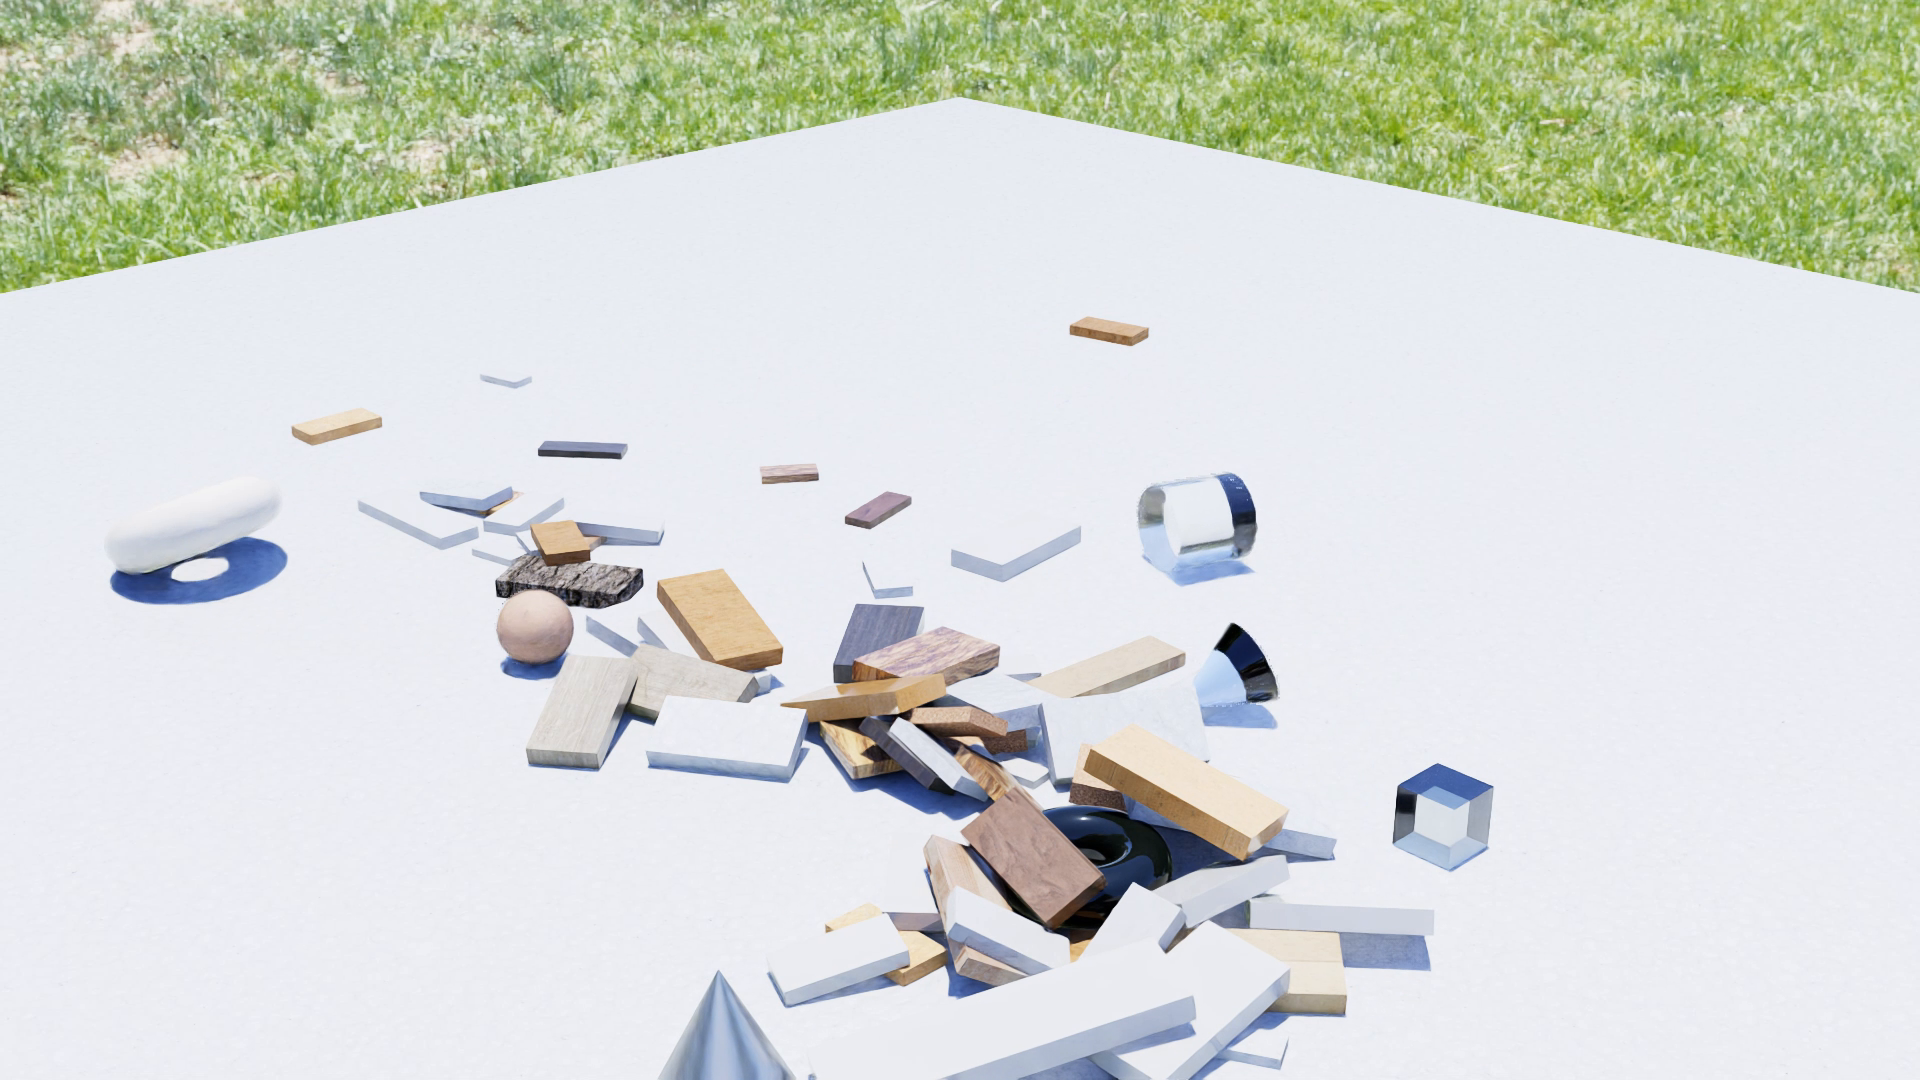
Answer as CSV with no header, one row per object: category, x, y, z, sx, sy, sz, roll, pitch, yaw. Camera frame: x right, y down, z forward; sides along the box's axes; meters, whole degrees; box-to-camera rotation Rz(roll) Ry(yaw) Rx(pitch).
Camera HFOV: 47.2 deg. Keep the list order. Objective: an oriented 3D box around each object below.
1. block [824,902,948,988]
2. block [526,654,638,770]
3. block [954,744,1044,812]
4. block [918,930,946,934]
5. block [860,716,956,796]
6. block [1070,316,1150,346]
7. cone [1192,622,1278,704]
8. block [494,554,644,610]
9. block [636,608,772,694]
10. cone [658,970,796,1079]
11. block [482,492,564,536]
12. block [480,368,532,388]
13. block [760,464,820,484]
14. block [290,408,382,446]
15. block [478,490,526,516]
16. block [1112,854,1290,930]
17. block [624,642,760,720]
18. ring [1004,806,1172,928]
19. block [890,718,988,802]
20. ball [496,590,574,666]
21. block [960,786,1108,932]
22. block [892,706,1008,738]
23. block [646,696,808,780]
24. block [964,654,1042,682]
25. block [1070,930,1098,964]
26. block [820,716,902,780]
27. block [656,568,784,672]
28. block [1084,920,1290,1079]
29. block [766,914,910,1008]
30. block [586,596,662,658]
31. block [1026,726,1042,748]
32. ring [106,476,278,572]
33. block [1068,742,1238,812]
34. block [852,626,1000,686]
block,-0.135,0.733,3.994,0.108,0.030,0.215,-20,30,-39
block,-0.813,0.368,4.745,0.156,0.044,0.311,3,37,8
block,0.083,0.498,4.464,0.113,0.032,0.226,30,6,-33
block,-0.037,0.668,4.146,0.108,0.030,0.215,1,23,2
block,-0.104,0.445,4.528,0.214,0.030,0.107,38,7,31
block,0.499,-0.700,7.367,0.239,0.034,0.119,14,27,30
cone,0.558,0.315,4.814,0.198,0.198,0.198,-29,31,-12
block,-0.967,0.106,5.453,0.324,0.046,0.162,6,24,14
block,-0.585,0.256,5.009,0.162,0.046,0.324,-15,40,-34
cone,-0.385,0.799,3.558,0.250,0.250,0.250,0,23,0
block,-1.166,-0.070,5.885,0.111,0.031,0.222,9,25,20
block,-1.433,-0.511,6.937,0.151,0.021,0.076,14,27,30
block,-0.480,-0.186,6.171,0.160,0.023,0.080,-4,23,-9
block,-1.845,-0.337,6.513,0.233,0.033,0.117,-21,31,-40
block,-1.234,-0.098,5.966,0.070,0.020,0.140,11,25,24
block,0.445,0.648,4.032,0.162,0.046,0.325,-14,-1,43
block,-0.612,0.332,4.836,0.311,0.044,0.156,13,54,29
ring,0.232,0.616,4.166,0.343,0.114,0.343,-1,23,0
block,-0.038,0.451,4.519,0.113,0.032,0.226,29,7,-47
ball,-0.977,0.202,5.061,0.175,0.175,0.175,0,23,0
block,0.134,0.586,4.056,0.136,0.039,0.273,-38,49,-12
block,-0.021,0.381,4.589,0.226,0.032,0.113,-6,-23,45
block,-0.491,0.416,4.653,0.311,0.044,0.156,5,45,11
block,0.084,0.299,5.022,0.191,0.027,0.095,-3,23,-7
block,0.234,0.752,3.962,0.074,0.021,0.148,1,23,2
block,-0.210,0.432,4.626,0.107,0.030,0.214,-9,25,-20
block,-0.552,0.187,5.038,0.167,0.047,0.333,-11,37,-29
block,0.381,0.796,3.734,0.179,0.051,0.358,26,42,35
block,-0.217,0.745,3.910,0.232,0.033,0.116,-16,30,-15
block,-0.723,0.225,5.171,0.162,0.046,0.324,-19,29,-37
block,0.108,0.419,4.751,0.130,0.018,0.065,6,24,14
ring,-1.933,-0.042,5.546,0.443,0.148,0.443,-20,8,3
block,0.396,0.505,4.441,0.336,0.048,0.168,12,24,4
block,-0.073,0.274,4.925,0.165,0.047,0.330,17,21,33
